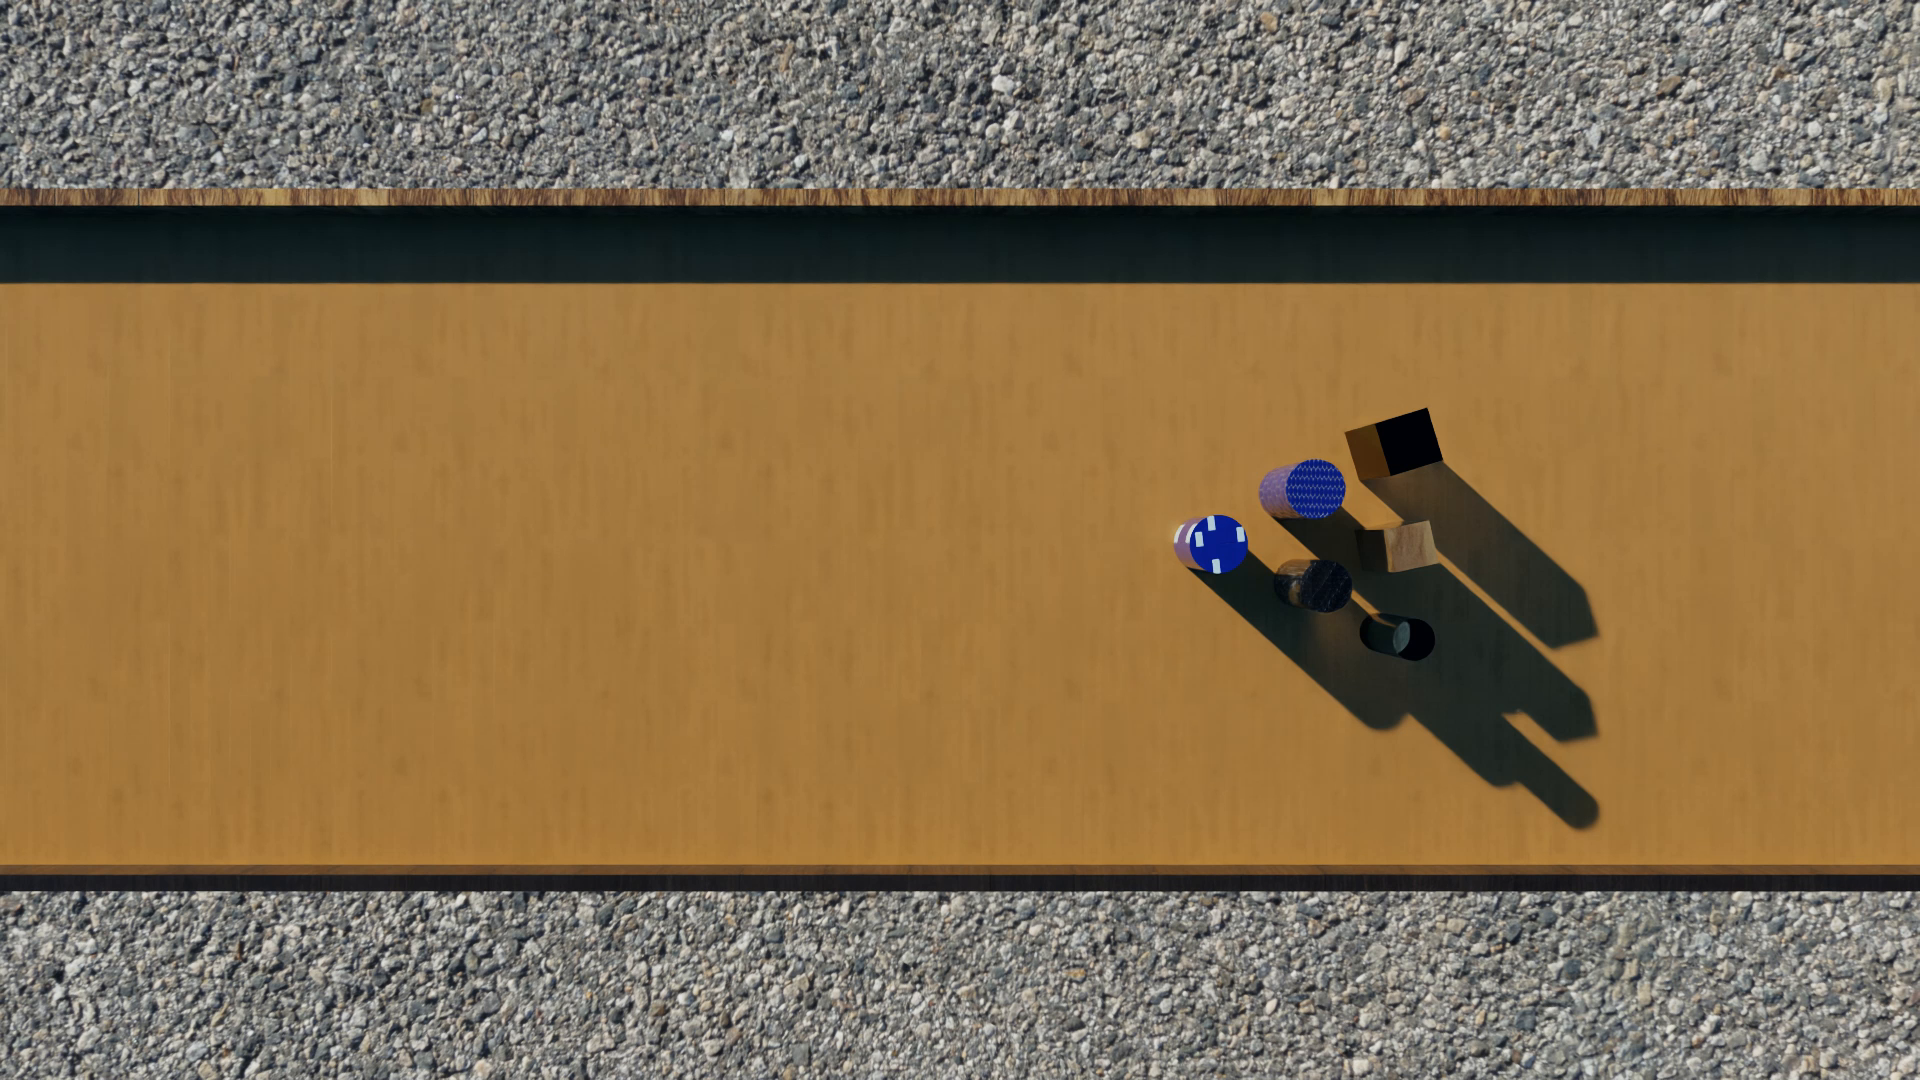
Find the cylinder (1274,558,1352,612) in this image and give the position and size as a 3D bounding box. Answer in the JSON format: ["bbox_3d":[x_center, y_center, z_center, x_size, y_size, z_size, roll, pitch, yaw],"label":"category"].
[{"bbox_3d":[1.040,0.132,4.878,0.150,0.398,0.150,0,90,0],"label":"cylinder"}]

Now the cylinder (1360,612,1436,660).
[{"bbox_3d":[1.290,0.283,4.881,0.121,0.392,0.121,0,90,0],"label":"cylinder"}]

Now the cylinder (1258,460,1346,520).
[{"bbox_3d":[1.003,-0.144,4.863,0.168,0.428,0.168,0,90,0],"label":"cylinder"}]

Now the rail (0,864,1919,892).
[{"bbox_3d":[-2.247,1.025,5.001,12.000,0.150,0.050,0,90,0],"label":"rail"}]

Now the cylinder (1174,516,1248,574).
[{"bbox_3d":[0.742,0.012,4.901,0.168,0.351,0.168,0,90,0],"label":"cylinder"}]

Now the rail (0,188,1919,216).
[{"bbox_3d":[-2.247,-1.025,5.002,12.000,0.150,0.050,0,90,0],"label":"rail"}]

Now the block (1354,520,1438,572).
[{"bbox_3d":[1.288,0.018,4.885,0.125,0.382,0.125,-12,90,0],"label":"block"}]

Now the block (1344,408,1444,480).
[{"bbox_3d":[1.281,-0.280,4.890,0.156,0.374,0.156,-17,90,0],"label":"block"}]
